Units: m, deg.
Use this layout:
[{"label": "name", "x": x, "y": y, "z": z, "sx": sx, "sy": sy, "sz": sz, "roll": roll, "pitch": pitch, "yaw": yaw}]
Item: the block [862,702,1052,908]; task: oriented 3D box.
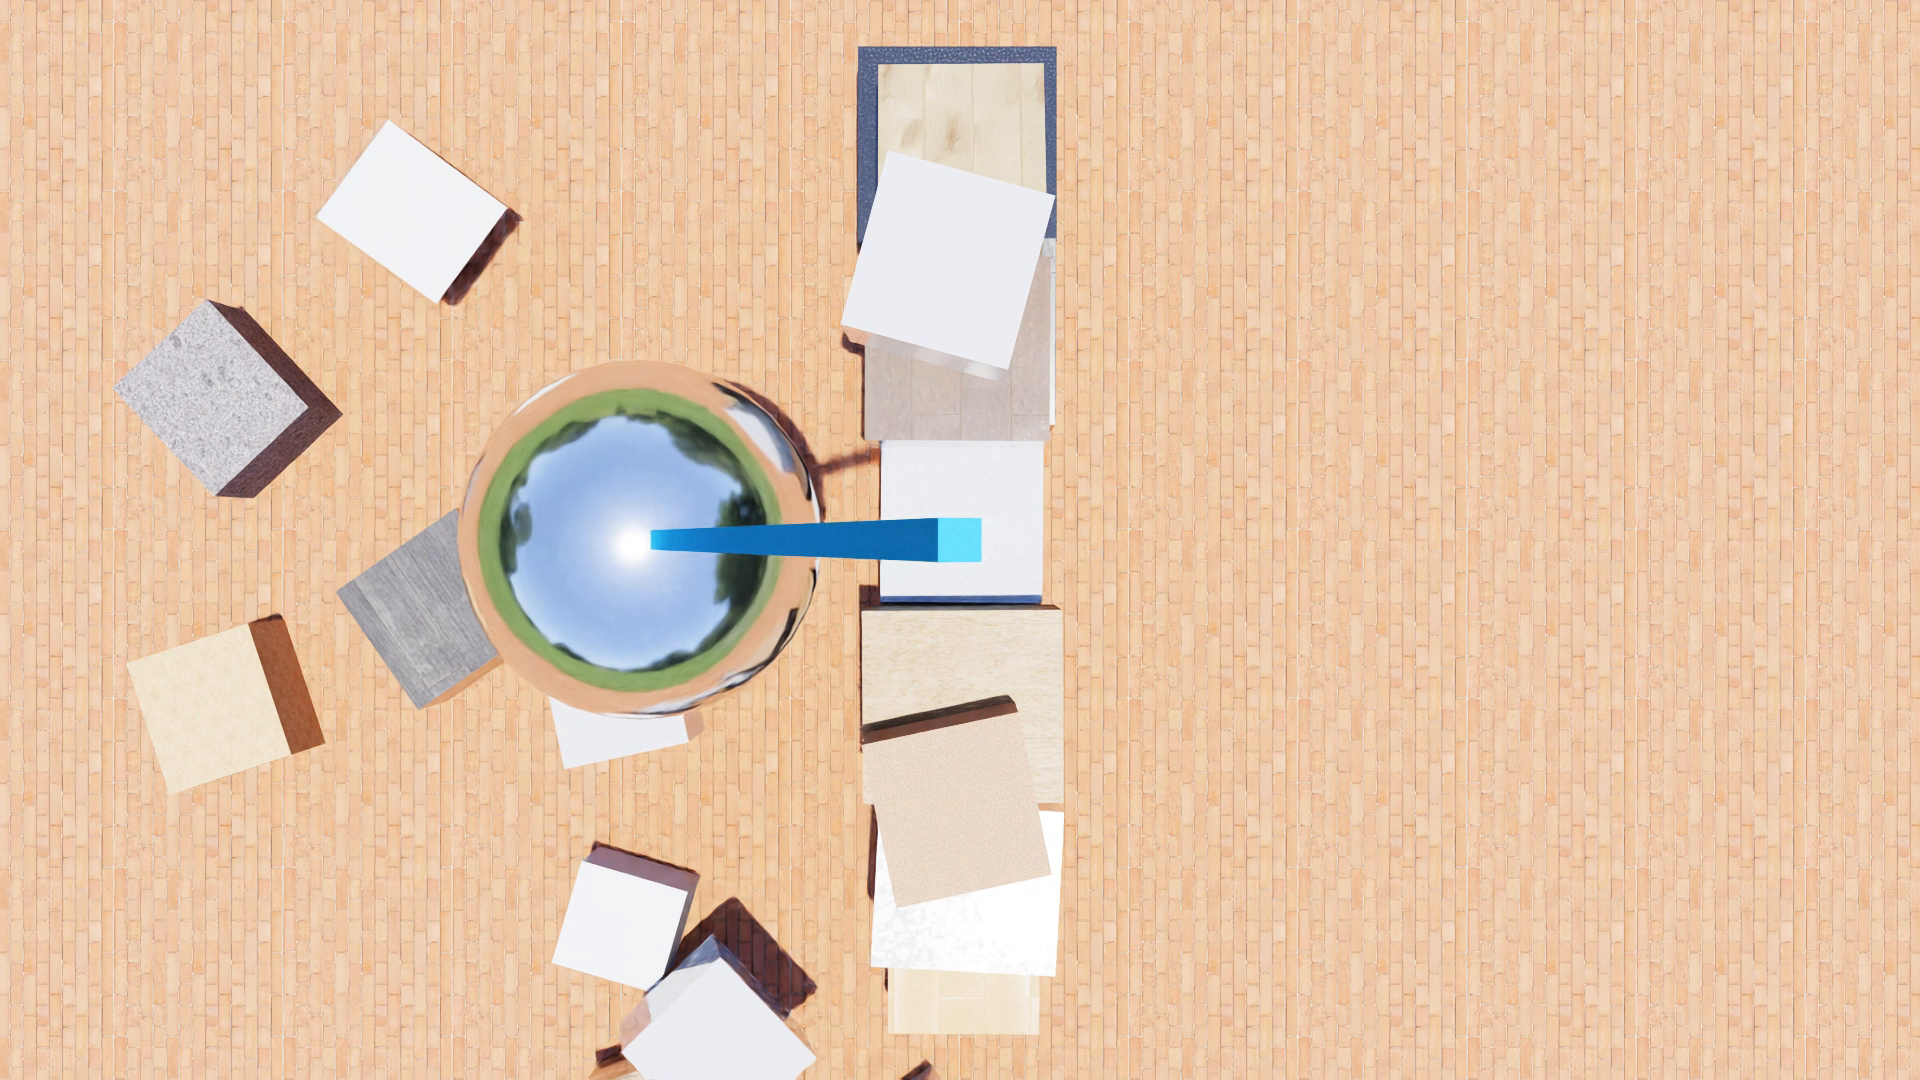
[{"label": "block", "x": -0.014, "y": 1.296, "z": 10.887, "sx": 0.768, "sy": 0.692, "sz": 0.800, "roll": -12, "pitch": 90, "yaw": 0}]

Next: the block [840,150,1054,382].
[{"label": "block", "x": -0.056, "y": -1.290, "z": 10.571, "sx": 0.798, "sy": 0.893, "sz": 0.830, "roll": 15, "pitch": 90, "yaw": 0}]

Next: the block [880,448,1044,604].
[{"label": "block", "x": 0.011, "y": -0.132, "z": 12.601, "sx": 0.898, "sy": 0.797, "sz": 0.957, "roll": 0, "pitch": 90, "yaw": 0}]

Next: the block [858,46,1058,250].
[{"label": "block", "x": -0.014, "y": -2.178, "z": 12.542, "sx": 1.094, "sy": 0.916, "sz": 1.072, "roll": 0, "pitch": 90, "yaw": 0}]

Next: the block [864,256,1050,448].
[{"label": "block", "x": -0.012, "y": -0.960, "z": 11.458, "sx": 0.927, "sy": 0.881, "sz": 0.925, "roll": 0, "pitch": 90, "yaw": 0}]

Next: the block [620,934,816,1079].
[{"label": "block", "x": -1.321, "y": 2.700, "z": 11.885, "sx": 0.701, "sy": 0.787, "sz": 0.743, "roll": -43, "pitch": 96, "yaw": -7}]

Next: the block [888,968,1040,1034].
[{"label": "block", "x": 0.022, "y": 2.310, "z": 12.533, "sx": 0.830, "sy": 0.935, "sz": 0.800, "roll": 0, "pitch": 90, "yaw": 0}]

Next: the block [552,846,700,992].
[{"label": "block", "x": -1.919, "y": 2.184, "z": 12.698, "sx": 0.621, "sy": 0.605, "sz": 0.598, "roll": 16, "pitch": 90, "yaw": 0}]

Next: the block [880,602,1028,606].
[{"label": "block", "x": -0.010, "y": 0.744, "z": 12.615, "sx": 0.868, "sy": 0.770, "sz": 0.782, "roll": 0, "pitch": 90, "yaw": 0}]

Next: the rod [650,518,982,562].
[{"label": "rod", "x": -0.612, "y": 0.000, "z": 6.452, "sx": 0.080, "sy": 5.200, "sz": 0.080, "roll": 0, "pitch": 90, "yaw": -14}]

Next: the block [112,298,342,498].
[{"label": "block", "x": -4.195, "y": -0.797, "z": 12.651, "sx": 0.727, "sy": 0.698, "sz": 0.832, "roll": -43, "pitch": 90, "yaw": 0}]

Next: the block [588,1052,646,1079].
[{"label": "block", "x": -1.672, "y": 3.332, "z": 12.635, "sx": 0.688, "sy": 0.730, "sz": 0.782, "roll": -18, "pitch": 90, "yaw": 0}]

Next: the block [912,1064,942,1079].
[{"label": "block", "x": -0.235, "y": 3.529, "z": 12.713, "sx": 0.624, "sy": 0.574, "sz": 0.602, "roll": -37, "pitch": 90, "yaw": 0}]

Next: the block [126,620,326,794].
[{"label": "block", "x": -4.210, "y": 0.948, "z": 12.661, "sx": 0.715, "sy": 0.678, "sz": 0.776, "roll": -18, "pitch": 90, "yaw": 0}]

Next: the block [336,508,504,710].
[{"label": "block", "x": -2.926, "y": 0.387, "z": 12.647, "sx": 0.818, "sy": 0.707, "sz": 0.810, "roll": -35, "pitch": 90, "yaw": 0}]

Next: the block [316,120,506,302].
[{"label": "block", "x": -3.125, "y": -1.880, "z": 12.582, "sx": 0.794, "sy": 0.645, "sz": 0.671, "roll": 37, "pitch": 90, "yaw": -16}]

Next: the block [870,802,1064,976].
[{"label": "block", "x": 0.037, "y": 1.806, "z": 11.661, "sx": 0.943, "sy": 0.816, "sz": 0.833, "roll": 3, "pitch": 87, "yaw": 0}]

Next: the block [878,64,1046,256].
[{"label": "block", "x": 0.009, "y": -1.990, "z": 11.618, "sx": 0.855, "sy": 0.742, "sz": 0.762, "roll": 0, "pitch": 73, "yaw": 0}]

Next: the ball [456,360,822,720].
[{"label": "ball", "x": -1.412, "y": 0.000, "z": 9.756, "sx": 1.600, "sy": 1.600, "sz": 1.600, "roll": 0, "pitch": 90, "yaw": 0}]

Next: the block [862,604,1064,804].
[{"label": "block", "x": 0.014, "y": 0.853, "z": 11.732, "sx": 1.024, "sy": 0.996, "sz": 0.984, "roll": 0, "pitch": 90, "yaw": 0}]

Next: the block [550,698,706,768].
[{"label": "block", "x": -1.928, "y": 0.831, "z": 12.599, "sx": 0.704, "sy": 0.801, "sz": 0.748, "roll": -12, "pitch": 90, "yaw": 0}]

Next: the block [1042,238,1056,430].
[{"label": "block", "x": 0.015, "y": -1.129, "z": 12.449, "sx": 1.012, "sy": 1.101, "sz": 1.007, "roll": 0, "pitch": 90, "yaw": 0}]
